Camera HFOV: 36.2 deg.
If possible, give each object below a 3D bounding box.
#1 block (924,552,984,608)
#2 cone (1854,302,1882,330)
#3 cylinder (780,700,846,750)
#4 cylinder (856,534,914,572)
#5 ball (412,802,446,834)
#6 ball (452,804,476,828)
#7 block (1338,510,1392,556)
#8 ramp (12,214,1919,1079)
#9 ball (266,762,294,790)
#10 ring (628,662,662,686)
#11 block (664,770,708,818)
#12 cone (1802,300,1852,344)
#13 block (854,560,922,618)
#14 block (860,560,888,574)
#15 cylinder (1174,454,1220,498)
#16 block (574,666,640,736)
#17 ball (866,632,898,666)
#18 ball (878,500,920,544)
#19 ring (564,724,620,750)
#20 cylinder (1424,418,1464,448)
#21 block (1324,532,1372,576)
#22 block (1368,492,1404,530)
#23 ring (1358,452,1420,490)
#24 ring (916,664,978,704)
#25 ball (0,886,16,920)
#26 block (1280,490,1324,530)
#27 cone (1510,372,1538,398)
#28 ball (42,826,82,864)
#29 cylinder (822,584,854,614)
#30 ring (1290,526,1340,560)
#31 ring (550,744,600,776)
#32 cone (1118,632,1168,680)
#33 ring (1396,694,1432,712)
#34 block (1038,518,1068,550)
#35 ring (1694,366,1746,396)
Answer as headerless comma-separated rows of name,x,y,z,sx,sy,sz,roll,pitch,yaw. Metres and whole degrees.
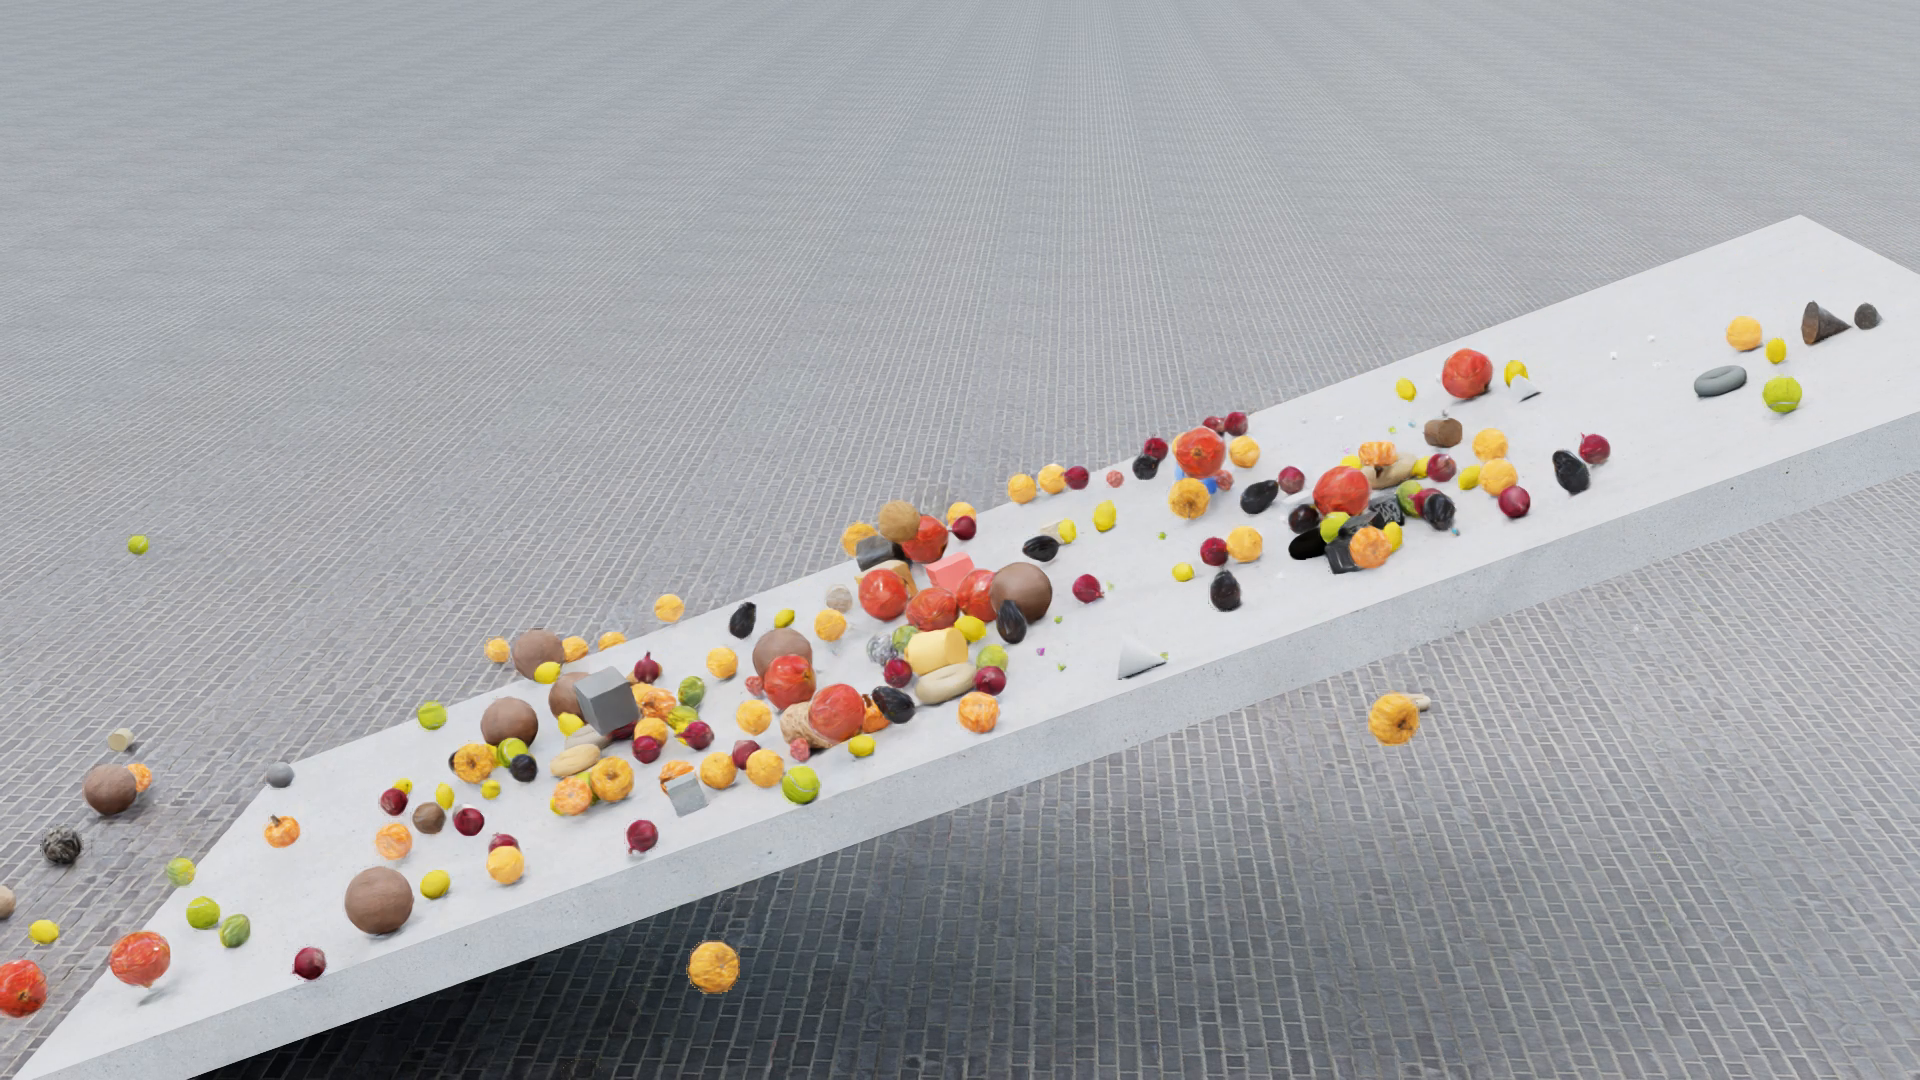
block,-0.012,0.087,6.460,0.088,0.088,0.088,-23,12,-9
cone,1.799,-0.438,5.788,0.054,0.054,0.054,3,9,-36
cylinder,-0.284,0.359,5.699,0.091,0.091,0.091,-12,3,-41
cylinder,-0.178,0.035,6.965,0.099,0.099,0.099,-16,5,26
ball,-1.119,0.587,6.200,0.070,0.070,0.070,0,13,0
ball,-1.038,0.576,6.155,0.050,0.050,0.050,0,13,0
block,0.765,-0.007,5.561,0.067,0.067,0.067,-14,14,31
ramp,0.119,0.175,6.295,4.000,0.100,2.000,-20,12,7
ball,-1.672,0.578,7.228,0.068,0.068,0.068,0,13,0
ring,-0.737,0.314,6.861,0.089,0.030,0.089,-24,12,5
block,-0.524,0.486,5.622,0.060,0.060,0.060,-23,12,-6
cone,1.727,-0.426,5.827,0.087,0.087,0.087,5,13,-7
block,-0.162,0.109,6.608,0.095,0.095,0.095,-26,12,-20
block,-0.170,0.101,6.700,0.080,0.080,0.080,-26,12,-20
cylinder,0.529,-0.143,6.548,0.087,0.087,0.087,-1,10,-6
block,-0.751,0.341,6.255,0.094,0.094,0.094,-25,29,-21
ball,-0.162,0.228,6.135,0.068,0.068,0.068,0,13,0
ball,-0.140,-0.042,6.754,0.100,0.100,0.100,0,13,0
ring,-0.801,0.431,6.409,0.130,0.043,0.130,-22,12,5
cylinder,1.007,-0.224,6.129,0.060,0.060,0.060,-6,4,-23
block,0.727,0.025,5.507,0.056,0.056,0.056,-12,15,40
block,0.825,-0.053,5.691,0.055,0.055,0.055,-19,12,11
ring,0.879,-0.141,6.027,0.131,0.044,0.131,-19,12,4
ring,-0.026,0.279,5.724,0.130,0.043,0.130,-19,11,4
ball,-2.187,0.824,6.681,0.081,0.081,0.081,0,13,0
block,0.693,-0.061,5.951,0.059,0.059,0.059,-22,12,-6
cone,1.217,-0.321,6.285,0.061,0.061,0.061,19,1,-33
ball,-2.153,0.732,7.054,0.089,0.089,0.089,0,13,0
cylinder,-0.280,0.135,6.788,0.059,0.059,0.059,-5,-11,-19
ring,0.690,0.006,5.716,0.106,0.035,0.106,-22,12,5
ring,-0.822,0.471,6.282,0.114,0.038,0.114,-20,13,5
cone,0.337,0.217,5.370,0.089,0.089,0.089,7,14,5
ring,1.285,0.460,8.335,0.098,0.033,0.098,-1,14,0
block,0.209,-0.013,6.614,0.052,0.052,0.052,-20,12,7
ring,1.485,-0.311,5.746,0.104,0.035,0.104,-20,13,5
